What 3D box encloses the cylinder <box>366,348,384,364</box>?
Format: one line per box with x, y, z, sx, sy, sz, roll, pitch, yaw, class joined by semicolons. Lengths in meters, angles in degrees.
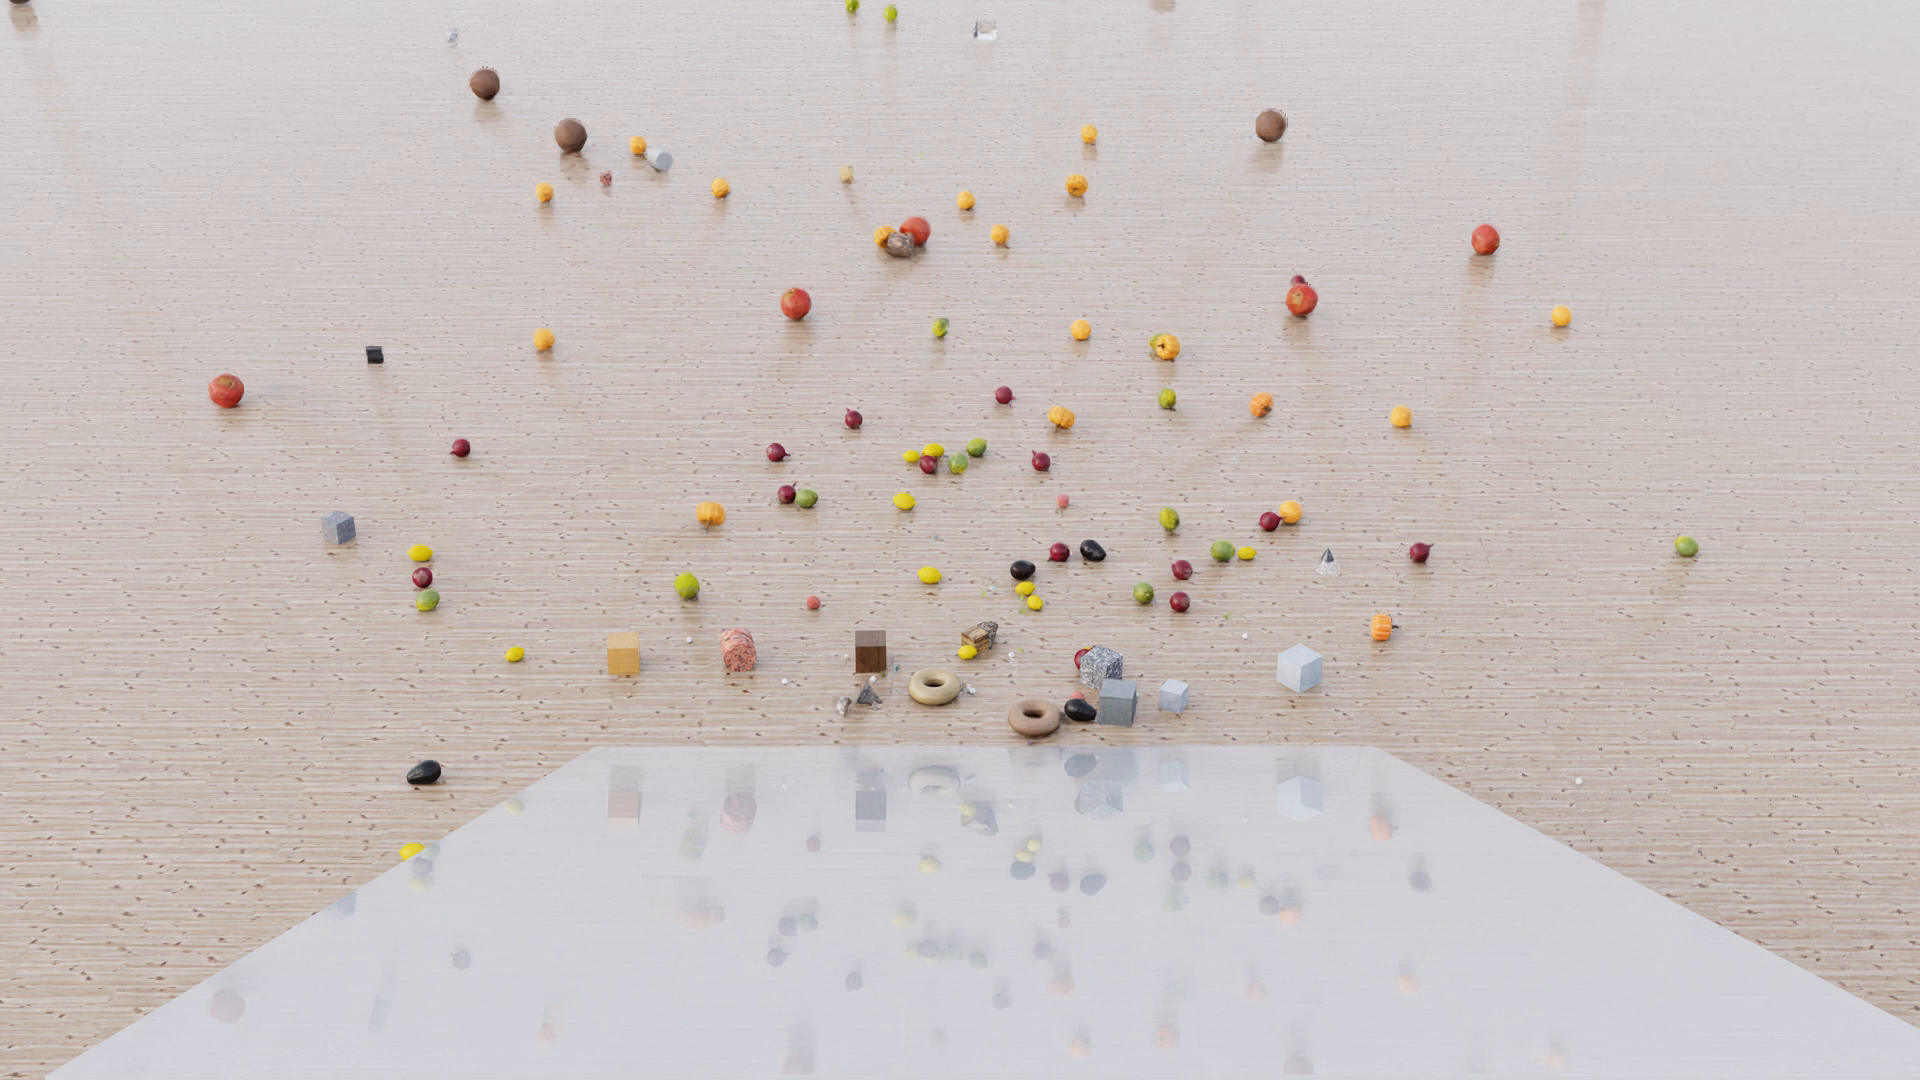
-1.997;-0.629;8.827;0.053;0.053;0.053;-8;30;-13;cylinder

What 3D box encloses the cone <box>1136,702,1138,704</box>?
0.448;0.410;6.966;0.062;0.062;0.062;0;29;0;cone

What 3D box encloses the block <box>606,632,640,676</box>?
-0.925;0.313;7.118;0.083;0.083;0.083;-2;29;-3;block

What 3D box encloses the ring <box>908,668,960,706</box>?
-0.070;0.396;7.006;0.145;0.048;0.145;0;30;0;ring

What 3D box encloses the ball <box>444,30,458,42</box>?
-2.324;-2.305;11.811;0.054;0.054;0.054;0;29;0;ball

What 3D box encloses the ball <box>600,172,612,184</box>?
-1.406;-1.435;10.267;0.050;0.050;0.050;0;29;0;ball

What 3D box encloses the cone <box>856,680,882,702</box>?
-0.238;0.424;6.975;0.067;0.067;0.067;28;30;-5;cone

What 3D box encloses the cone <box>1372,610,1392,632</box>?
1.208;0.229;7.324;0.060;0.060;0.060;20;9;32;cone

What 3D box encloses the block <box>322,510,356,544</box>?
-1.864;-0.037;7.758;0.067;0.067;0.067;20;35;32;block

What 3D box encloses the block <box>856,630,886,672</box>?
-0.246;0.307;7.126;0.085;0.085;0.085;-1;29;-2;block

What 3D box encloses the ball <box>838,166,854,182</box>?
-0.452;-1.455;10.290;0.061;0.061;0.061;0;29;0;ball

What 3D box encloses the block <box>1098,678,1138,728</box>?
0.421;0.434;6.897;0.088;0.088;0.088;6;30;10;block

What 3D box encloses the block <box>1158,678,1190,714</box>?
0.575;0.420;6.951;0.060;0.060;0.060;14;32;23;block

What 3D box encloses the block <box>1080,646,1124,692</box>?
0.385;0.352;7.048;0.083;0.083;0.083;20;35;31;block

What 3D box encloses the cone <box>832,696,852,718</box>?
-0.316;0.455;6.926;0.052;0.052;0.052;-3;56;-5;cone

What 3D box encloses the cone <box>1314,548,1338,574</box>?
1.079;0.052;7.593;0.072;0.072;0.072;0;29;0;cone

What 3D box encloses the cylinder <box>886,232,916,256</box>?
-0.220;-1.099;9.637;0.080;0.080;0.080;-5;23;32;cylinder

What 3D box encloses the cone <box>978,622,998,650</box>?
0.079;0.278;7.231;0.073;0.073;0.073;-7;57;-12;cone

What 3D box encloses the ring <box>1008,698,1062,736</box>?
0.200;0.471;6.872;0.144;0.048;0.144;0;30;0;ring

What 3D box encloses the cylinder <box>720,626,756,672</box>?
-0.611;0.301;7.131;0.091;0.091;0.091;-6;30;-10;cylinder

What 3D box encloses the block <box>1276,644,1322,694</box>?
0.926;0.350;7.050;0.085;0.085;0.085;-22;36;-34;block

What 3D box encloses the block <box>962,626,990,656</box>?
0.042;0.281;7.204;0.055;0.055;0.055;-25;38;-37;block

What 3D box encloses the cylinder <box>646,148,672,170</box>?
-1.212;-1.535;10.418;0.076;0.076;0.076;-17;34;-28;cylinder

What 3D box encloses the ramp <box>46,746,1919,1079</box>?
0.066;0.588;4.638;2.000;0.100;4.000;0;0;0;ramp
